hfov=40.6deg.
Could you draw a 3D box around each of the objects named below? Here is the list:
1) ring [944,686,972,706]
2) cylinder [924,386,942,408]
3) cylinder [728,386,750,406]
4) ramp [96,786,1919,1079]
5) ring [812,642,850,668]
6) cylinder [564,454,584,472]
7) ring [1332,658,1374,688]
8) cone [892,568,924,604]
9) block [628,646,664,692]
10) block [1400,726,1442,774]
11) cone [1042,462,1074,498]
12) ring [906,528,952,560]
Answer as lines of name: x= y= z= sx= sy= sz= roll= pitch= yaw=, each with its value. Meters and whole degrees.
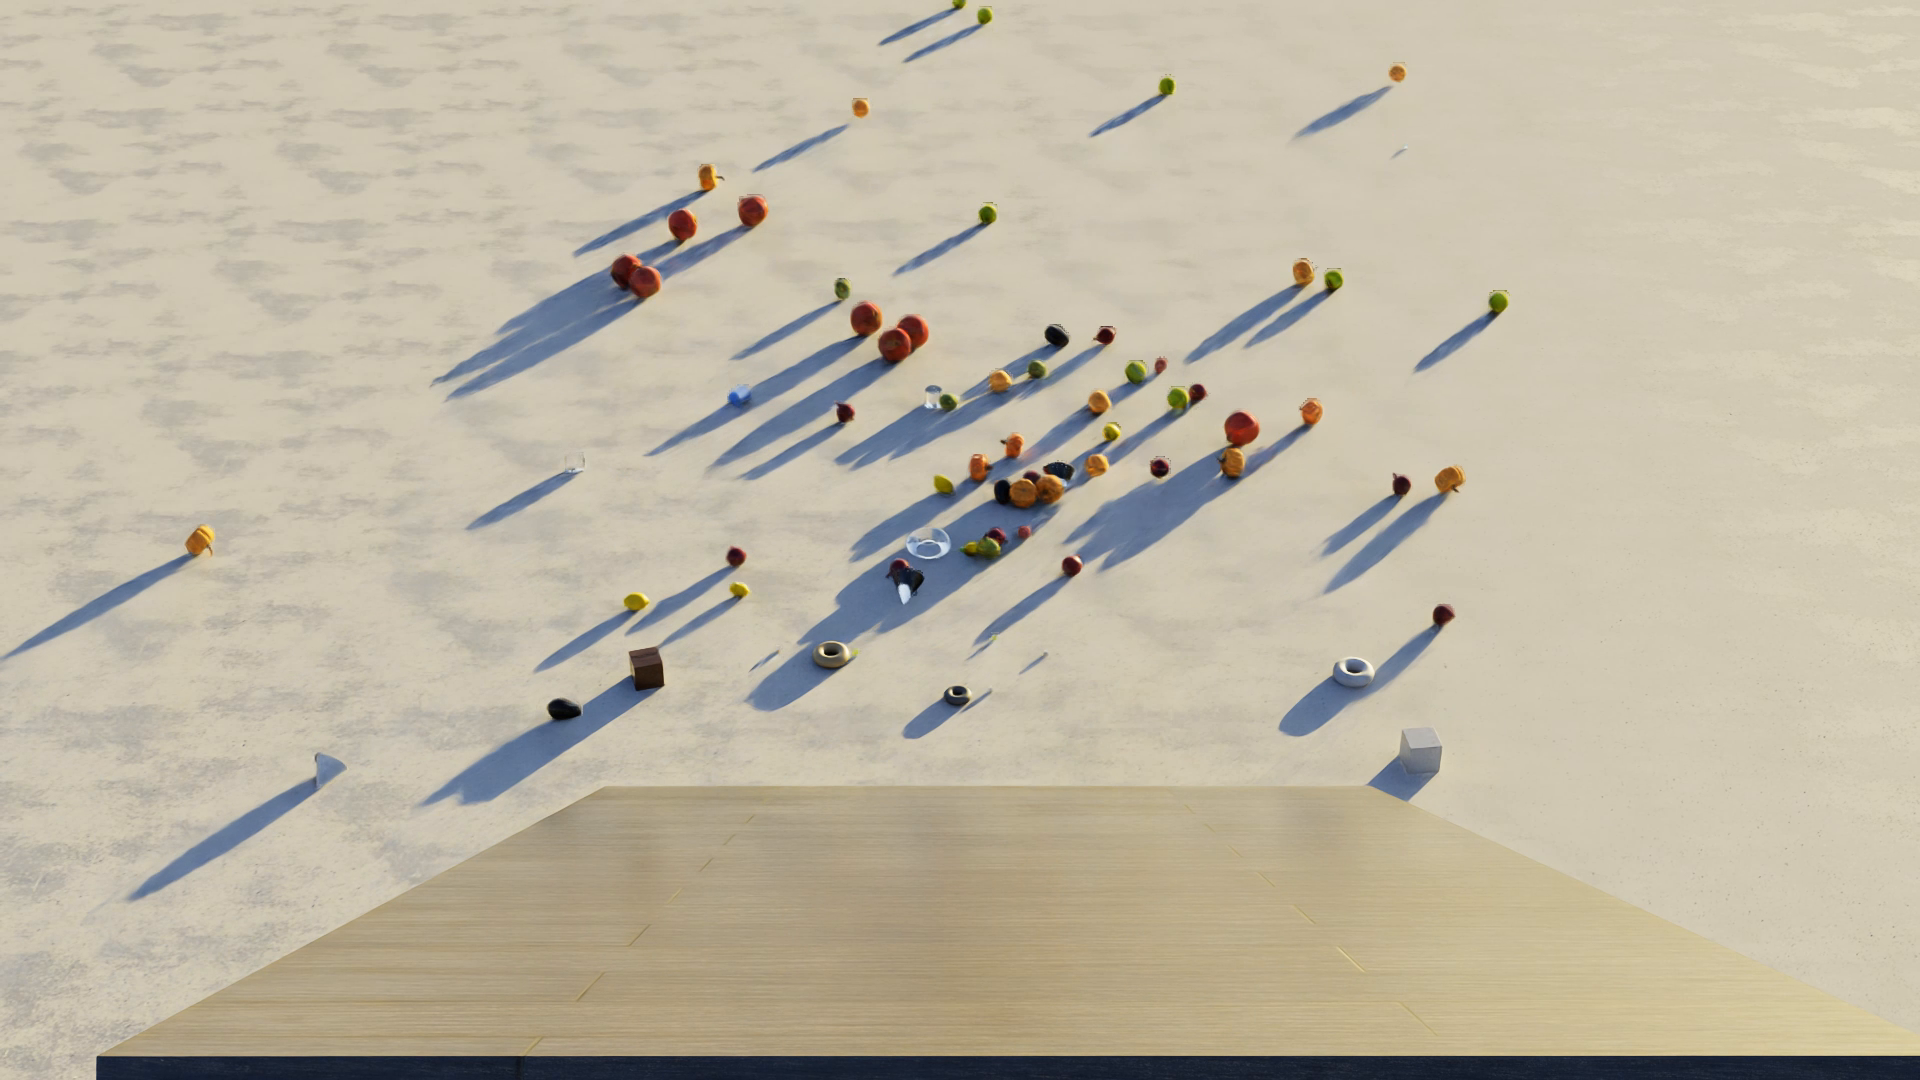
ring: x=-0.006 y=0.432 z=7.220 sx=0.078 sy=0.026 sz=0.078 roll=-1 pitch=33 yaw=1
cylinder: x=-0.087 y=-0.471 z=8.551 sx=0.057 sy=0.057 sz=0.057 roll=0 pitch=34 yaw=0
cylinder: x=-0.726 y=-0.475 z=8.560 sx=0.052 sy=0.052 sz=0.052 roll=22 pitch=39 yaw=29
ramp: x=0.074 y=0.647 z=4.777 sx=2.000 sy=0.100 sz=4.000 roll=0 pitch=-1 yaw=0
ring: x=-0.367 y=0.326 z=7.371 sx=0.105 sy=0.035 sz=0.105 roll=0 pitch=35 yaw=0
cylinder: x=-1.218 y=-0.242 z=8.209 sx=0.054 sy=0.054 sz=0.054 roll=-9 pitch=35 yaw=-14
ring: x=1.107 y=0.372 z=7.299 sx=0.116 sy=0.039 sz=0.116 roll=0 pitch=35 yaw=0
cone: x=-0.158 y=0.151 z=7.627 sx=0.096 sy=0.096 sz=0.096 roll=5 pitch=61 yaw=7
block: x=-0.879 y=0.361 z=7.276 sx=0.081 sy=0.081 sz=0.081 roll=-10 pitch=35 yaw=-14
block: x=1.237 y=0.564 z=6.965 sx=0.087 sy=0.087 sz=0.087 roll=-4 pitch=34 yaw=-6
cone: x=0.306 y=-0.174 z=8.114 sx=0.100 sy=0.100 sz=0.100 roll=2 pitch=60 yaw=3
ring: x=-0.094 y=0.009 z=7.839 sx=0.137 sy=0.046 sz=0.137 roll=0 pitch=35 yaw=0
